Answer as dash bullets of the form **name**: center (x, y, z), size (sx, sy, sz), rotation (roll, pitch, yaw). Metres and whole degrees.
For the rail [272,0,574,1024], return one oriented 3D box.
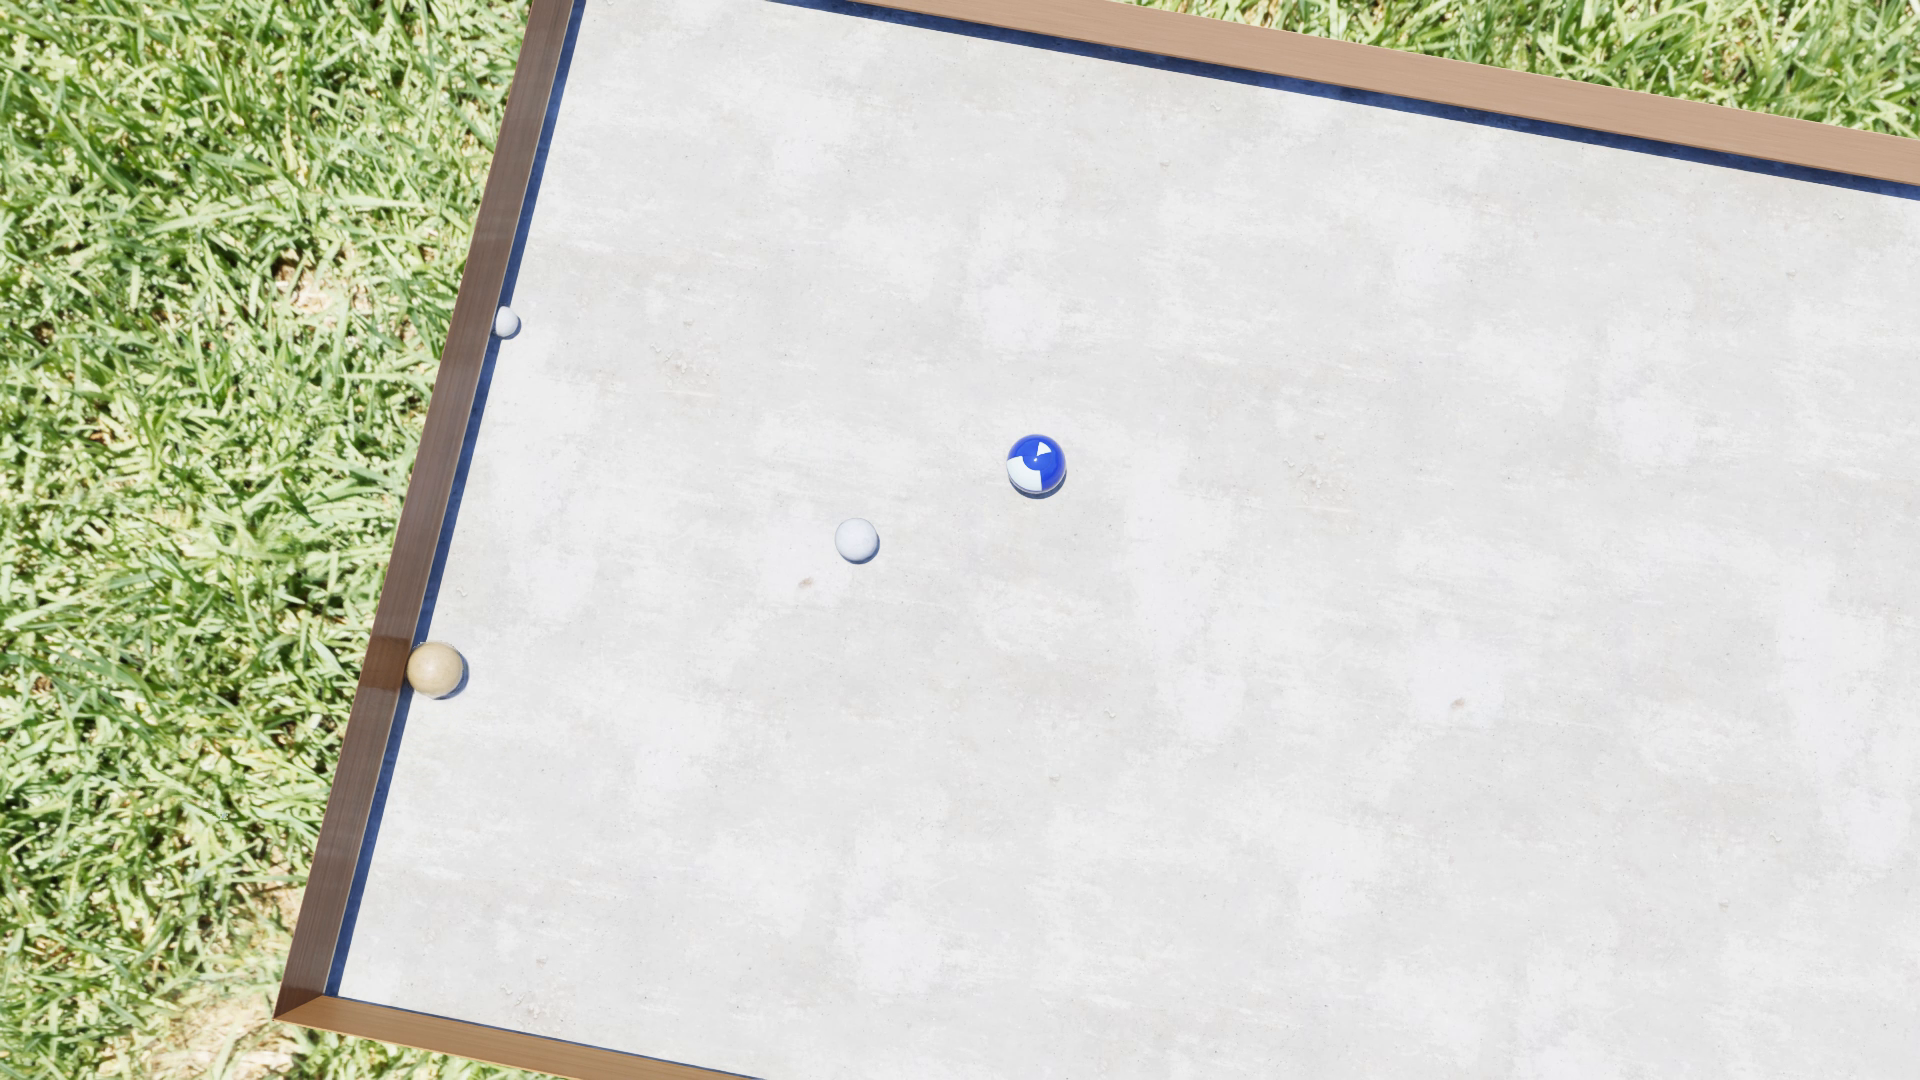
- **rail**: center (-0.778, -0.149, 3.336), size (0.045, 0.119, 1.758), rotation (10, 77, 2)

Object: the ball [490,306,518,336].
- **ball**: center (-0.712, -0.340, 3.421), size (0.047, 0.047, 0.047), rotation (0, 76, 0)

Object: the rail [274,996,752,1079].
- **rail**: center (0.642, 0.958, 3.069), size (3.261, 0.119, 0.045), rotation (10, 77, 2)

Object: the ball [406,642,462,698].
- **ball**: center (-0.782, 0.193, 3.274), size (0.082, 0.082, 0.082), rotation (0, 76, 0)

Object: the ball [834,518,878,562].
- **ball**: center (-0.157, -0.001, 3.329), size (0.066, 0.066, 0.066), rotation (0, 76, 0)

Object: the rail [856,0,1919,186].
- **rail**: center (0.960, -0.675, 3.464), size (3.261, 0.119, 0.045), rotation (10, 77, 2)

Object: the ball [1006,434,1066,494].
- **ball**: center (0.116, -0.116, 3.344), size (0.092, 0.092, 0.092), rotation (0, 76, 0)

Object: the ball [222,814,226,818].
- **ball**: center (-12.574, 4.716, 37.540), size (0.074, 0.074, 0.074), rotation (0, 76, 0)
